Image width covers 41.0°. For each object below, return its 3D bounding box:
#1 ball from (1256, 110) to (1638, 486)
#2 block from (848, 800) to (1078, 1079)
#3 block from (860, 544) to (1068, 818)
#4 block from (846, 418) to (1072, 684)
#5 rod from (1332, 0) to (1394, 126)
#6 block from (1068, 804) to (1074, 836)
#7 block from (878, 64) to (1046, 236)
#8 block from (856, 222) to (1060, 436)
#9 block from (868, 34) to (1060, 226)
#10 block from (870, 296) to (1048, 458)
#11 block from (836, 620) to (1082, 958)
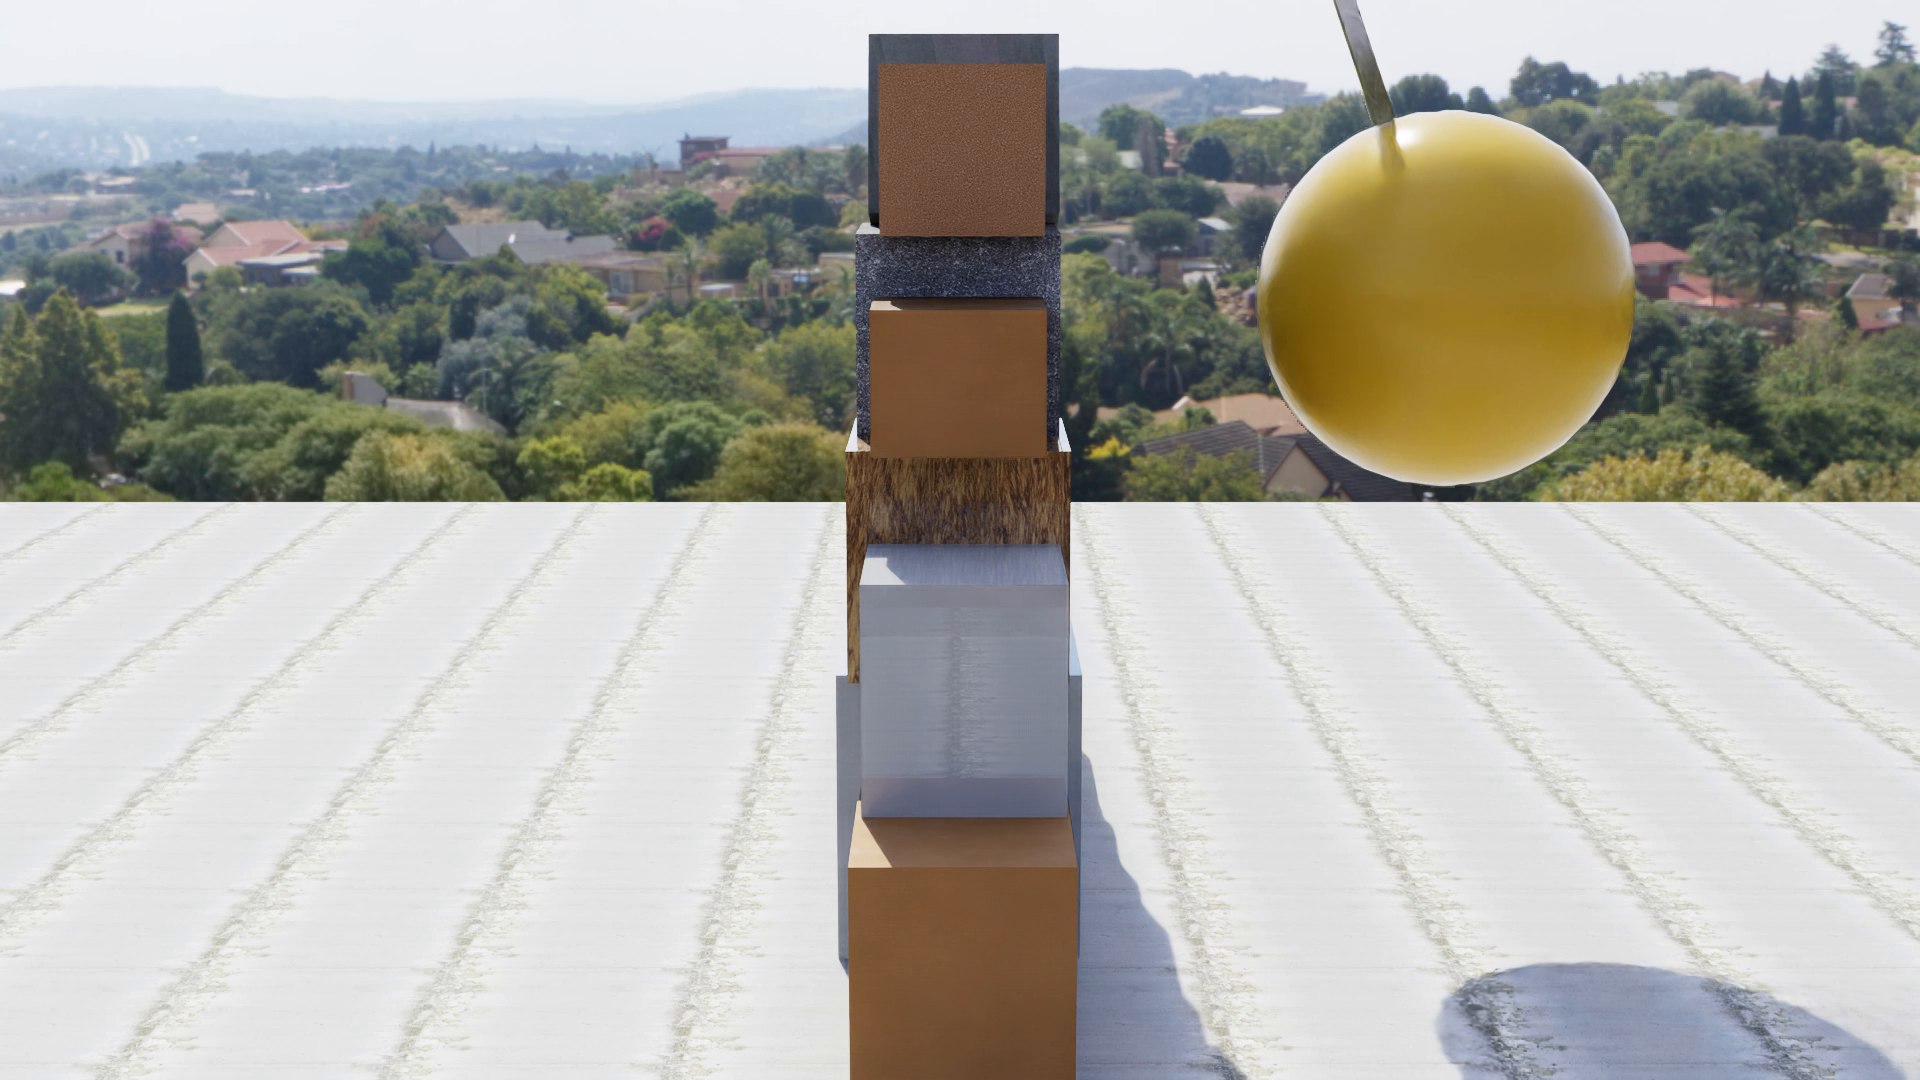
[{"bbox_3d":[2.074,-1.031,10.993,1.600,1.600,1.600,0,10,0],"label":"ball"},{"bbox_3d":[0.009,1.460,9.073,0.770,0.881,0.798,0,10,0],"label":"block"},{"bbox_3d":[0.015,0.503,9.520,0.737,0.846,0.851,0,10,0],"label":"block"},{"bbox_3d":[-0.006,0.024,10.355,0.863,0.911,0.954,0,10,0],"label":"block"},{"bbox_3d":[0.899,-4.170,10.422,0.080,5.200,0.080,-20,10,4],"label":"rod"},{"bbox_3d":[0.014,1.390,9.863,0.810,0.736,0.762,0,10,0],"label":"block"},{"bbox_3d":[0.009,-1.559,10.200,0.642,0.657,0.660,0,10,0],"label":"block"},{"bbox_3d":[-0.007,-0.875,10.515,0.807,0.801,0.757,0,10,0],"label":"block"},{"bbox_3d":[0.017,-1.703,10.974,0.790,0.750,0.730,0,-3,0],"label":"block"},{"bbox_3d":[-0.006,-0.633,9.868,0.661,0.556,0.583,0,10,0],"label":"block"},{"bbox_3d":[-0.004,1.013,10.730,0.972,1.168,1.058,0,10,0],"label":"block"}]
